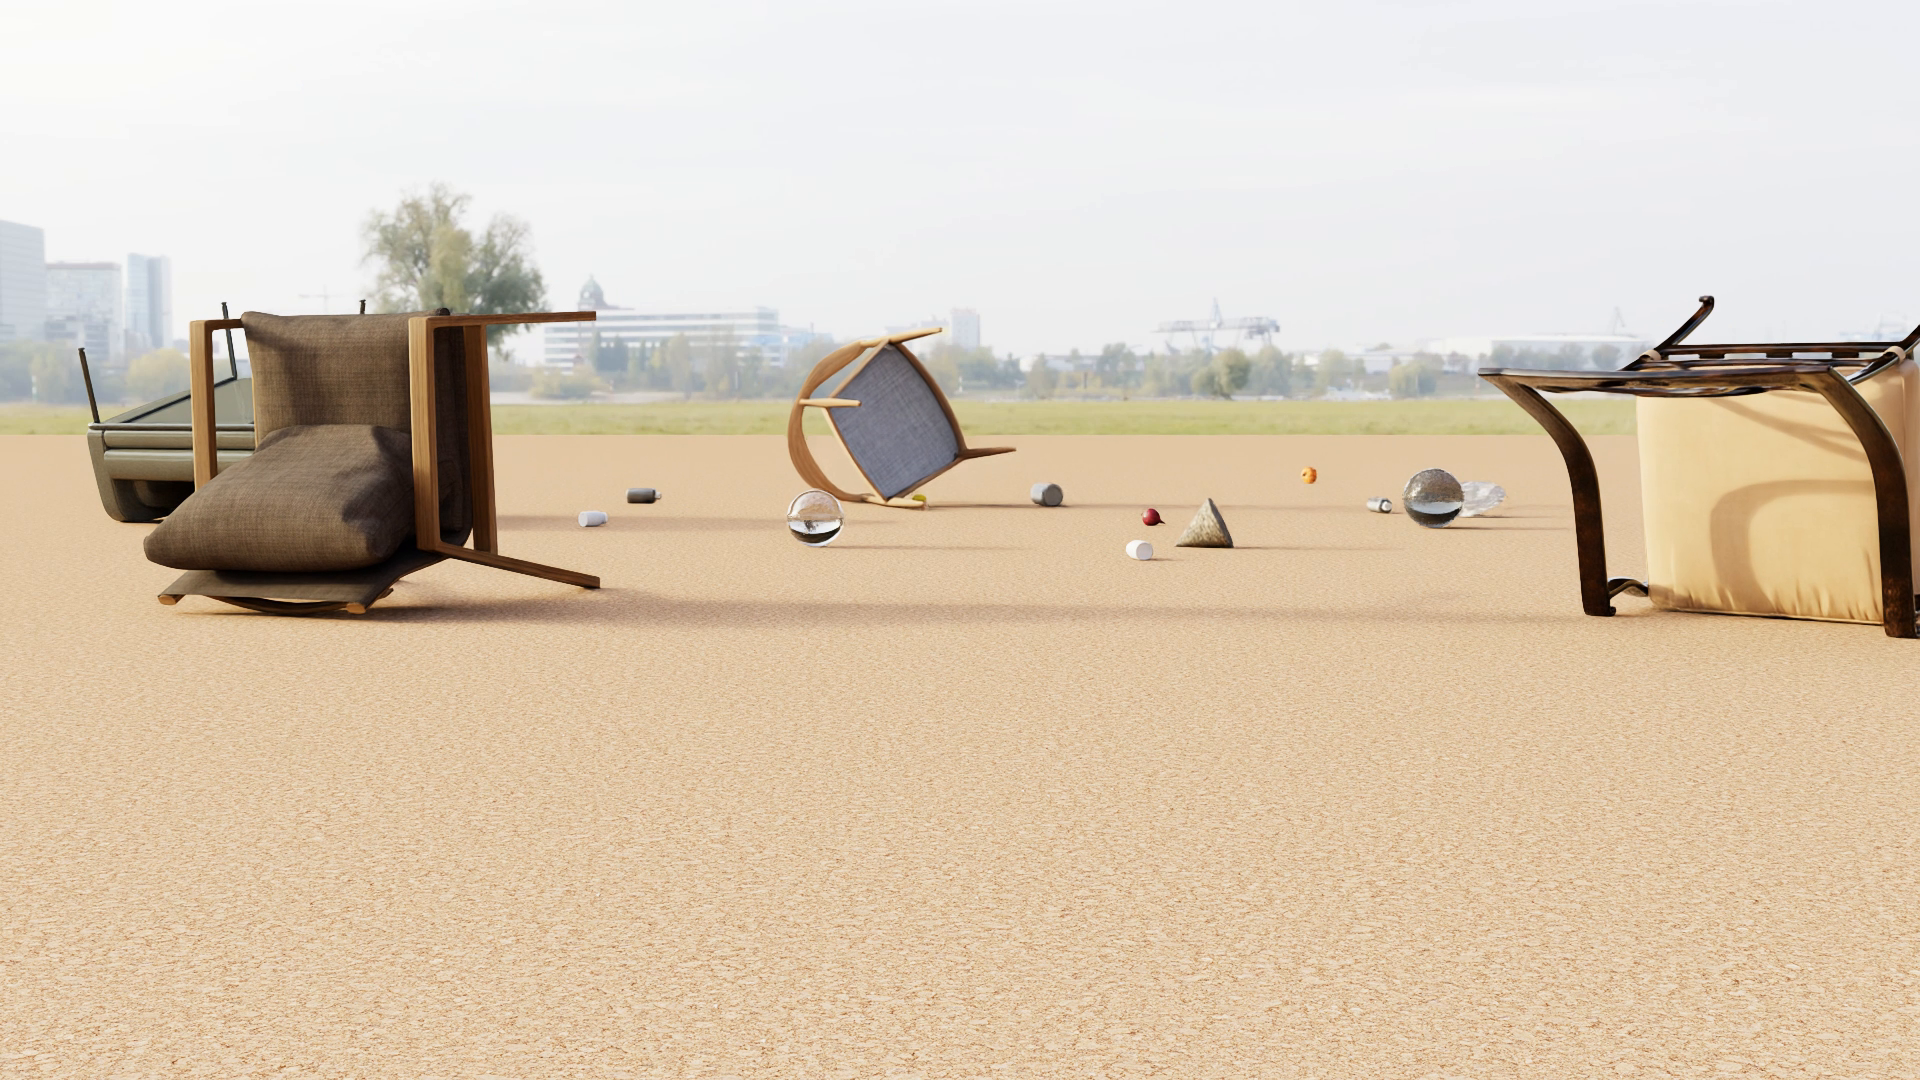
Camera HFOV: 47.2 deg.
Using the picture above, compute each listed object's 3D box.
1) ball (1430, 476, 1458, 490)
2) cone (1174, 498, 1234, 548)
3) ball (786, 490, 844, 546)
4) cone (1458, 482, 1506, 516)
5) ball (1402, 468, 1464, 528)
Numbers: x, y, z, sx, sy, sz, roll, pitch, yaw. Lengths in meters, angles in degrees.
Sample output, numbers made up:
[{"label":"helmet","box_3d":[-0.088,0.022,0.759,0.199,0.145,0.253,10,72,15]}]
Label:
[{"label":"ball","box_3d":[1.845,-0.185,8.349,0.122,0.122,0.122,0,4,0]},{"label":"cone","box_3d":[0.674,-0.015,6.249,0.151,0.159,0.147,-27,-31,13]},{"label":"ball","box_3d":[-0.411,-0.062,6.256,0.163,0.163,0.163,0,4,0]},{"label":"cone","box_3d":[1.793,-0.118,7.802,0.307,0.124,0.203,-8,-17,19]},{"label":"ball","box_3d":[1.530,-0.135,7.108,0.193,0.193,0.193,0,4,0]}]
